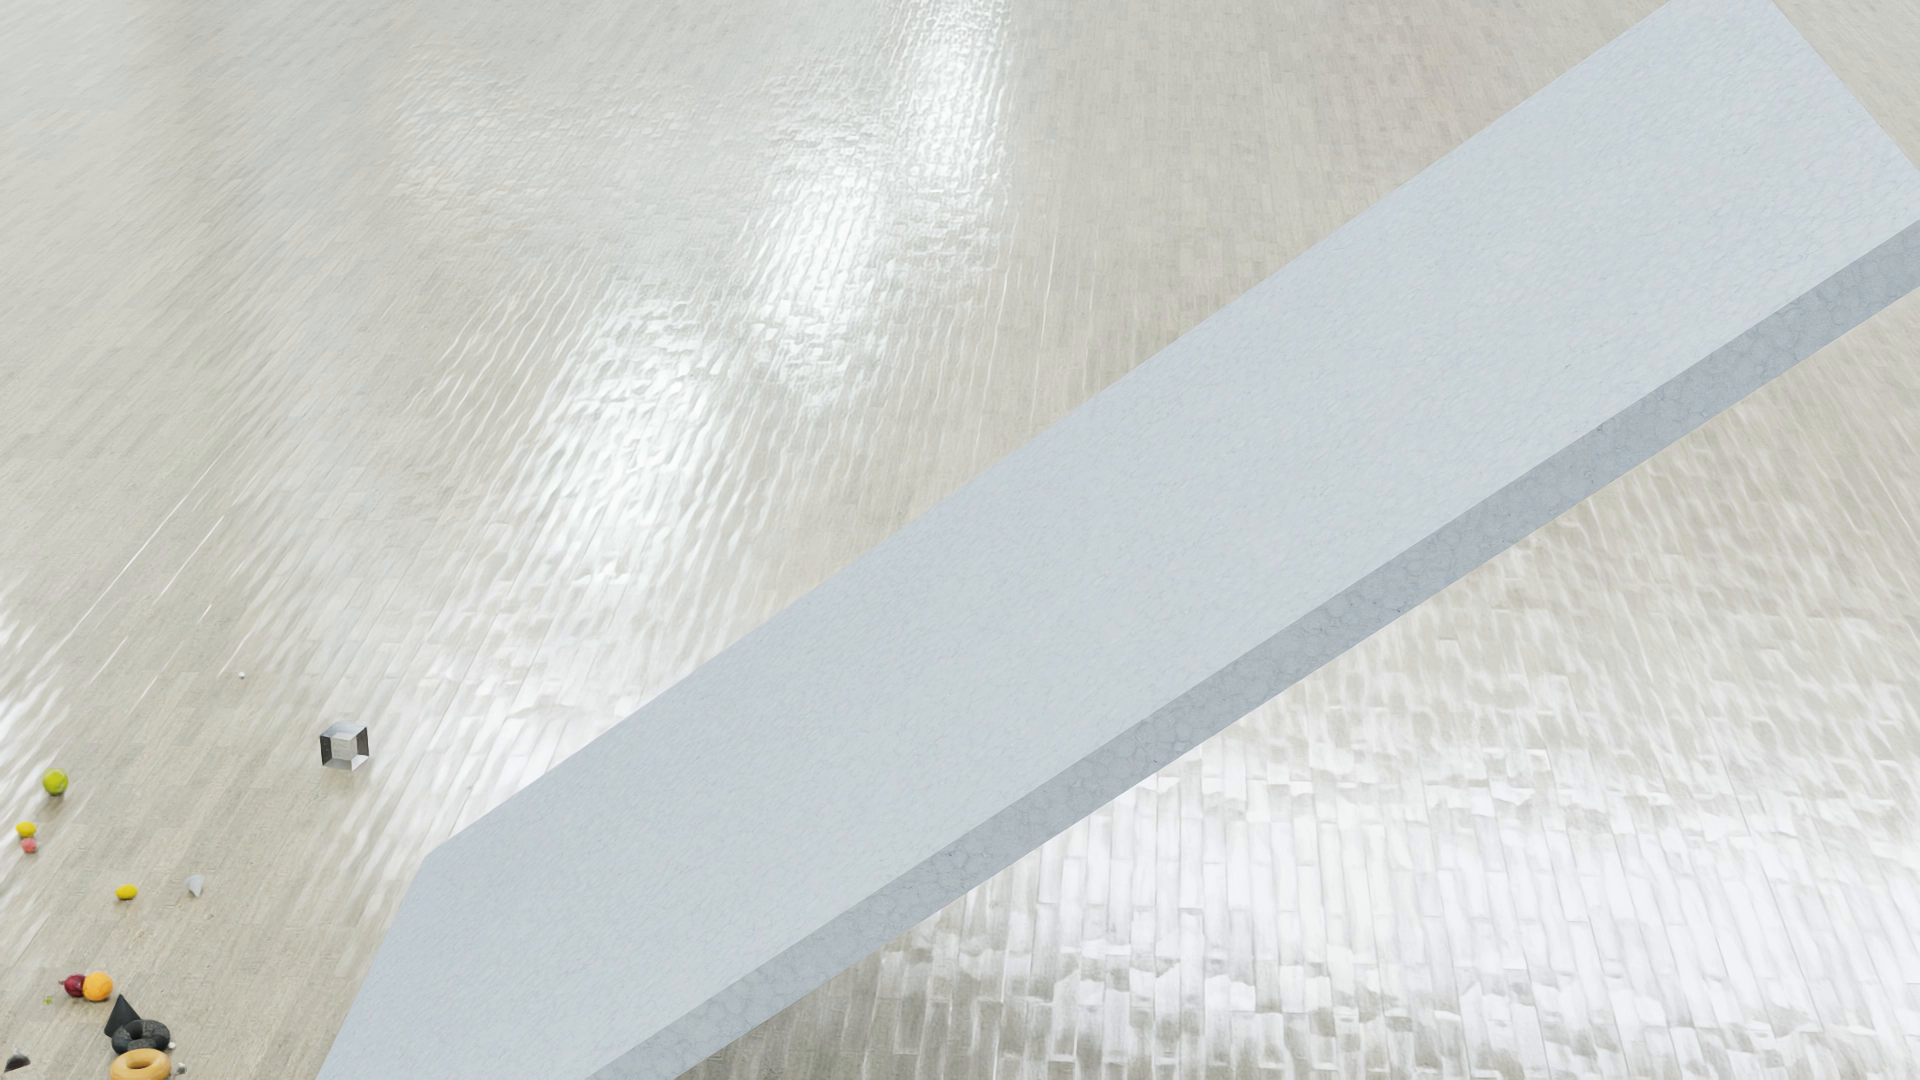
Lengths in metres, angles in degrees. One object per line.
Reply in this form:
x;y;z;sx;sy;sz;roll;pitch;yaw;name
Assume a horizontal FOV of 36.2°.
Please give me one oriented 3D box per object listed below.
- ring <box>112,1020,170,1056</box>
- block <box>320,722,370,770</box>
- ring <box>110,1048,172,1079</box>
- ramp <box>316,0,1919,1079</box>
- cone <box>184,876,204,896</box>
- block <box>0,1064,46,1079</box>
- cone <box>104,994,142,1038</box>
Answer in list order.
-1.969;1.200;7.072;0.139;0.046;0.139;1;23;-1;ring
-1.771;0.593;8.464;0.098;0.098;0.098;7;24;17;block
-1.937;1.250;6.952;0.142;0.047;0.142;0;21;0;ring
0.129;0.179;6.322;4.000;0.100;2.000;-34;16;17;ramp
-2.017;0.923;7.767;0.054;0.054;0.054;-9;51;-22;cone
-2.171;1.281;6.834;0.081;0.081;0.081;-15;27;-32;block
-2.034;1.143;7.143;0.098;0.098;0.098;0;23;0;cone
